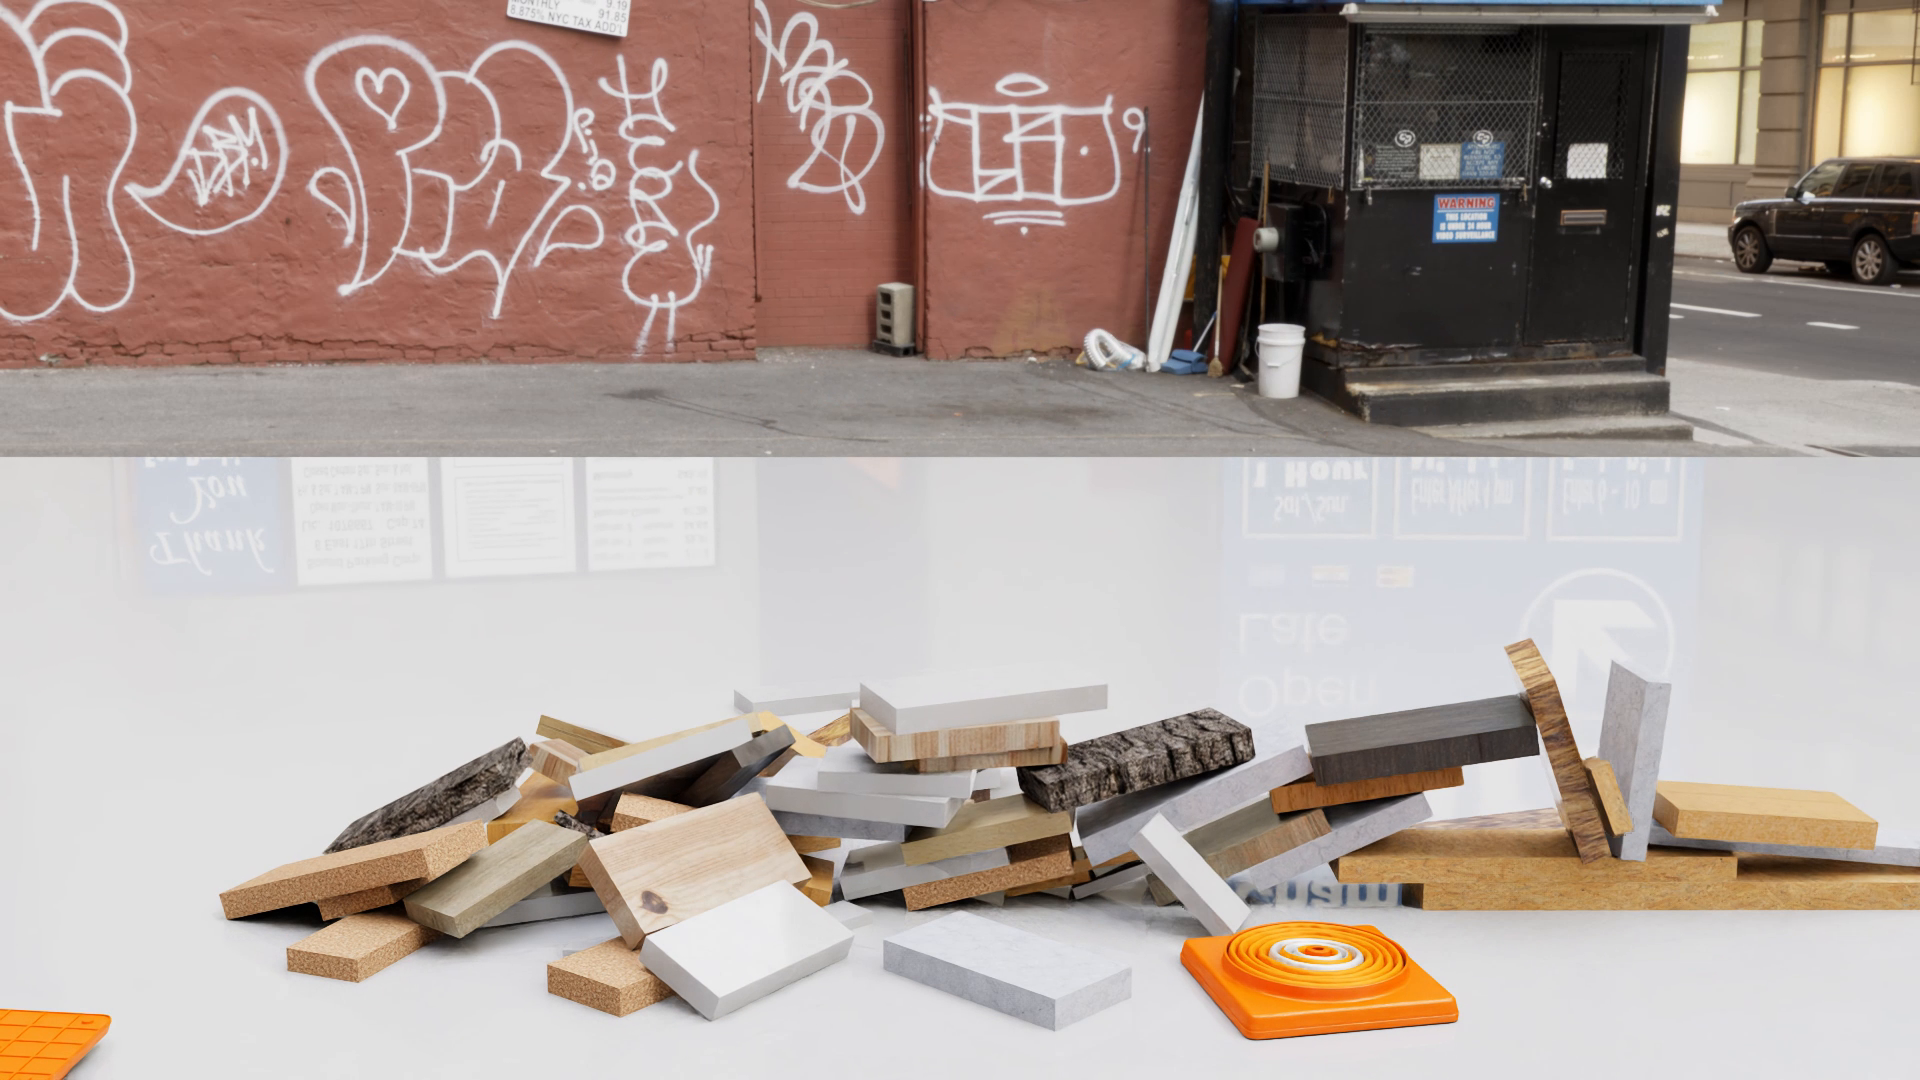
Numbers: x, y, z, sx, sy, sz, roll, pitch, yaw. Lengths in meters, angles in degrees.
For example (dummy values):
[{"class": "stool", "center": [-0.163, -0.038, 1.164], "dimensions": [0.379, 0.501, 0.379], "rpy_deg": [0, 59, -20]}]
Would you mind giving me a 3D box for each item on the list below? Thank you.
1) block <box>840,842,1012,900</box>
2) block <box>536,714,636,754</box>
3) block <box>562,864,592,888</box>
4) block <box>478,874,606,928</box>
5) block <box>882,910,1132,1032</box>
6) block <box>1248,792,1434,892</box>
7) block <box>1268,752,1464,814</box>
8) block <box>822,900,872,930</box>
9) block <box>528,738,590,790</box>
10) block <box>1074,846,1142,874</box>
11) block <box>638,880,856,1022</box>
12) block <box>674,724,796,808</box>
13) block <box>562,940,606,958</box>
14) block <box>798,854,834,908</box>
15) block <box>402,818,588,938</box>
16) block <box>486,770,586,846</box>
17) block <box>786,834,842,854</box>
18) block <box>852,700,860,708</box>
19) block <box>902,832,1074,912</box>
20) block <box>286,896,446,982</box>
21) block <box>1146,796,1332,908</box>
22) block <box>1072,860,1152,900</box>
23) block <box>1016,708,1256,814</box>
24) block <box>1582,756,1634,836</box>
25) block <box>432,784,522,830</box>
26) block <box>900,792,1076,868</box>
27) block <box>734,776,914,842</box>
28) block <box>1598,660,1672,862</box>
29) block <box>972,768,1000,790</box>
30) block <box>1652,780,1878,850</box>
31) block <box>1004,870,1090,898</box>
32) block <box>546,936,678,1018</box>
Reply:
[{"class": "block", "center": [-0.053, 0.526, 3.642], "dimensions": [0.277, 0.039, 0.139], "rpy_deg": [-13, 10, 7]}, {"class": "block", "center": [-0.705, 0.409, 4.391], "dimensions": [0.286, 0.041, 0.143], "rpy_deg": [11, -8, 45]}, {"class": "block", "center": [-0.530, 0.538, 3.635], "dimensions": [0.267, 0.038, 0.134], "rpy_deg": [9, 11, -26]}, {"class": "block", "center": [-0.678, 0.573, 3.600], "dimensions": [0.267, 0.038, 0.134], "rpy_deg": [-4, 17, -26]}, {"class": "block", "center": [0.068, 0.638, 3.278], "dimensions": [0.344, 0.049, 0.172], "rpy_deg": [10, 14, 42]}, {"class": "block", "center": [0.620, 0.476, 3.648], "dimensions": [0.309, 0.044, 0.154], "rpy_deg": [-25, 10, 6]}, {"class": "block", "center": [0.664, 0.384, 3.637], "dimensions": [0.309, 0.044, 0.154], "rpy_deg": [-9, 11, 5]}, {"class": "block", "center": [-0.216, 0.610, 3.506], "dimensions": [0.143, 0.020, 0.072], "rpy_deg": [-10, 15, -44]}, {"class": "block", "center": [-0.631, 0.444, 3.953], "dimensions": [0.286, 0.041, 0.143], "rpy_deg": [26, 3, 9]}, {"class": "block", "center": [0.230, 0.524, 3.660], "dimensions": [0.144, 0.020, 0.072], "rpy_deg": [-13, 10, 3]}, {"class": "block", "center": [-0.315, 0.609, 3.291], "dimensions": [0.154, 0.044, 0.309], "rpy_deg": [33, 26, 27]}, {"class": "block", "center": [-0.388, 0.397, 3.710], "dimensions": [0.123, 0.035, 0.247], "rpy_deg": [-23, -13, -44]}, {"class": "block", "center": [-0.562, 0.633, 3.399], "dimensions": [0.092, 0.013, 0.046], "rpy_deg": [1, 11, 8]}, {"class": "block", "center": [-0.366, 0.539, 3.622], "dimensions": [0.312, 0.043, 0.150], "rpy_deg": [14, 10, -4]}, {"class": "block", "center": [-0.730, 0.533, 3.481], "dimensions": [0.134, 0.038, 0.267], "rpy_deg": [8, 28, 41]}, {"class": "block", "center": [-0.733, 0.473, 3.987], "dimensions": [0.143, 0.041, 0.591], "rpy_deg": [-3, 4, -2]}, {"class": "block", "center": [-0.333, 0.513, 3.981], "dimensions": [0.130, 0.037, 0.259], "rpy_deg": [-6, 12, -30]}, {"class": "block", "center": [-0.169, 0.367, 4.816], "dimensions": [0.135, 0.019, 0.067], "rpy_deg": [0, 11, -2]}, {"class": "block", "center": [0.048, 0.542, 3.639], "dimensions": [0.277, 0.039, 0.139], "rpy_deg": [-14, 10, 5]}, {"class": "block", "center": [-0.909, 0.617, 3.422], "dimensions": [0.130, 0.037, 0.260], "rpy_deg": [4, 11, 22]}, {"class": "block", "center": [0.457, 0.503, 3.659], "dimensions": [0.309, 0.044, 0.154], "rpy_deg": [-25, 10, 6]}, {"class": "block", "center": [0.255, 0.555, 3.669], "dimensions": [0.144, 0.020, 0.072], "rpy_deg": [-20, 10, 2]}, {"class": "block", "center": [0.286, 0.361, 3.622], "dimensions": [0.356, 0.050, 0.178], "rpy_deg": [-14, 10, -13]}, {"class": "block", "center": [1.020, 0.403, 3.480], "dimensions": [0.030, 0.107, 0.214], "rpy_deg": [-20, -6, 8]}, {"class": "block", "center": [-0.878, 0.494, 3.791], "dimensions": [0.232, 0.033, 0.116], "rpy_deg": [-27, 5, 9]}, {"class": "block", "center": [0.049, 0.466, 3.602], "dimensions": [0.277, 0.039, 0.139], "rpy_deg": [-13, 10, 8]}, {"class": "block", "center": [-0.221, 0.446, 3.655], "dimensions": [0.301, 0.043, 0.150], "rpy_deg": [2, 13, 12]}, {"class": "block", "center": [1.095, 0.359, 3.603], "dimensions": [0.042, 0.297, 0.148], "rpy_deg": [4, 10, -6]}, {"class": "block", "center": [-0.035, 0.430, 4.229], "dimensions": [0.131, 0.037, 0.261], "rpy_deg": [-4, 11, -22]}, {"class": "block", "center": [1.319, 0.454, 3.642], "dimensions": [0.333, 0.047, 0.167], "rpy_deg": [4, 10, -4]}, {"class": "block", "center": [0.146, 0.562, 3.675], "dimensions": [0.144, 0.020, 0.072], "rpy_deg": [-12, 10, 5]}, {"class": "block", "center": [-0.453, 0.633, 3.318], "dimensions": [0.155, 0.044, 0.310], "rpy_deg": [8, 13, 37]}]
